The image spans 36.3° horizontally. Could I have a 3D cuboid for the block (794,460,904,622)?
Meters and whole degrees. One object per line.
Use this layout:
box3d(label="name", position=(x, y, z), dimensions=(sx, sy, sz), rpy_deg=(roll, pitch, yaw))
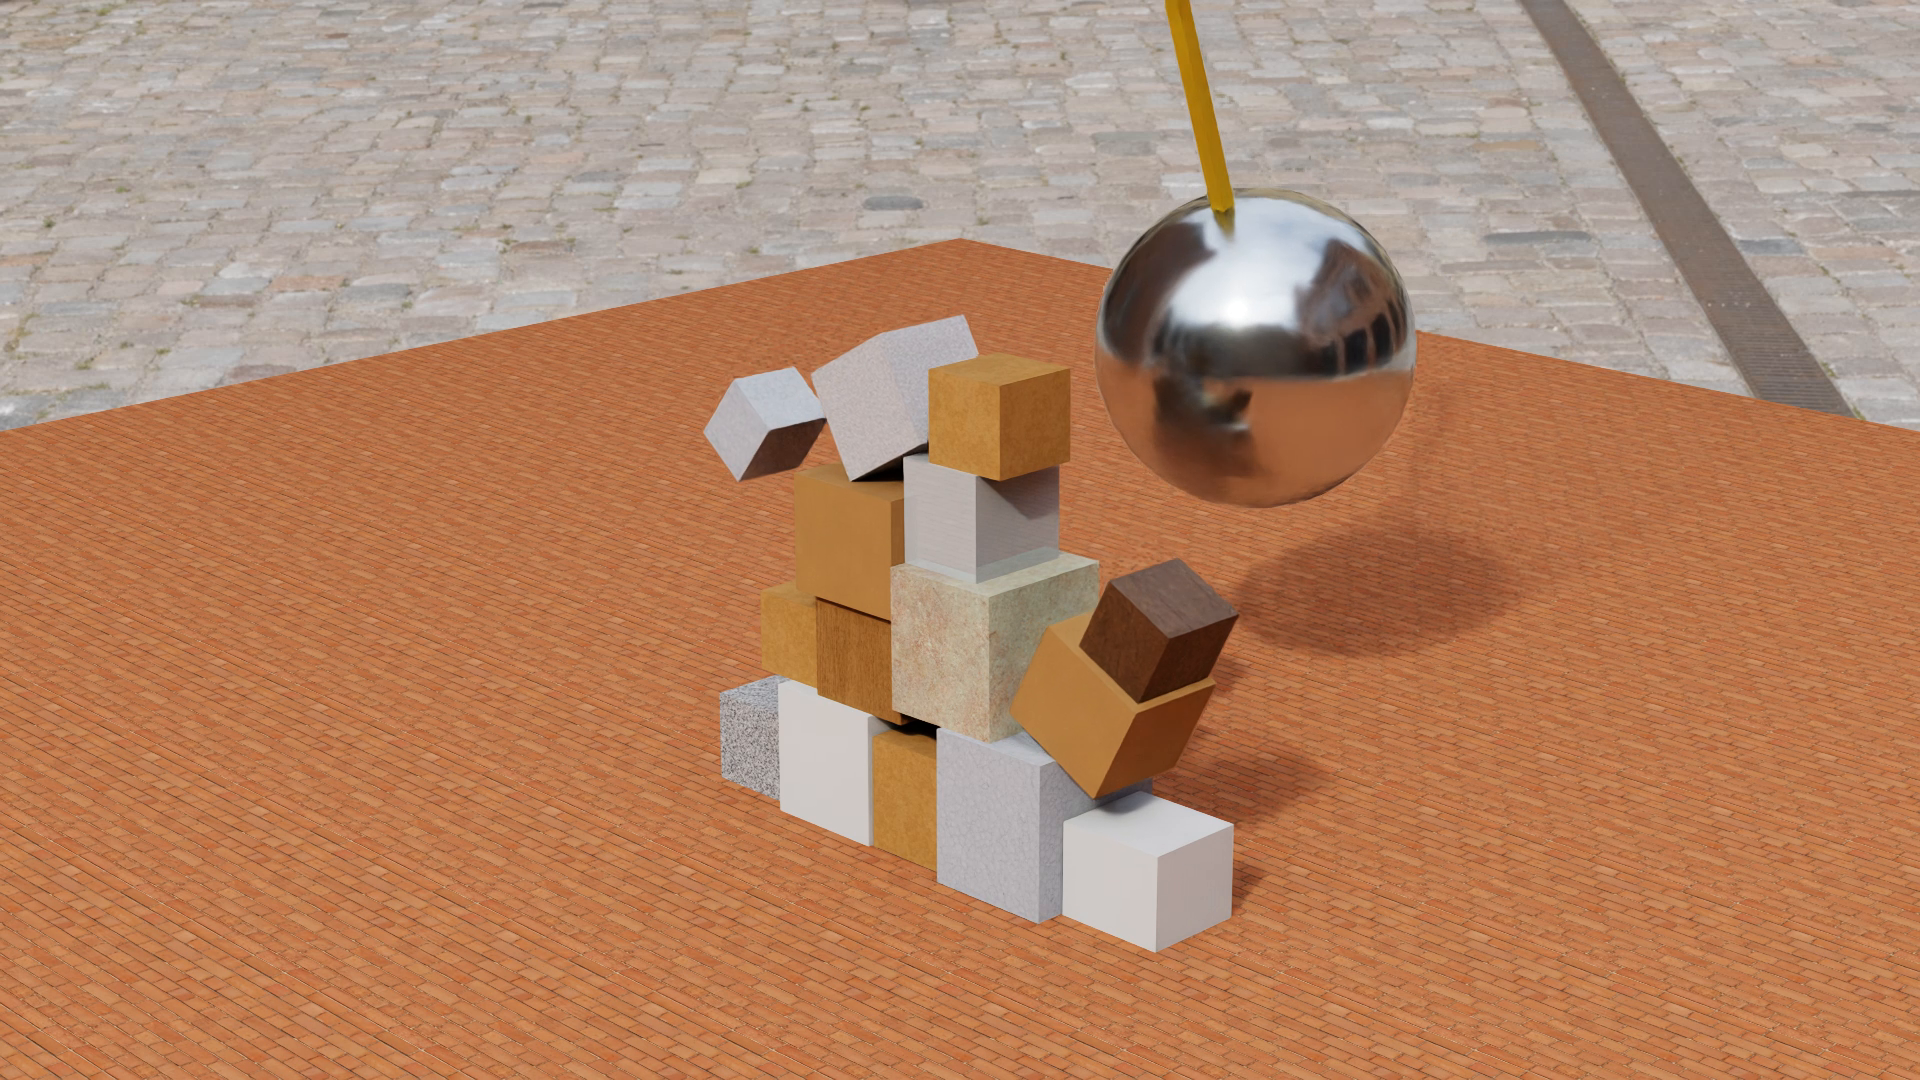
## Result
box3d(label="block", position=(-0.292, -0.044, 13.650), dimensions=(0.696, 0.565, 0.649), rpy_deg=(-17, 24, -42))

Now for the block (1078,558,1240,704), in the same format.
box3d(label="block", position=(0.852, 0.386, 12.569), dimensions=(0.454, 0.376, 0.387), rpy_deg=(-17, 51, -42))

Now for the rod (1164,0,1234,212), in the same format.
box3d(label="rod", position=(0.636, -3.748, 12.830), dimensions=(0.080, 5.200, 0.080), rpy_deg=(17, 44, 42))

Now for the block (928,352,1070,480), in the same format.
box3d(label="block", position=(0.175, -0.551, 12.964), dimensions=(0.447, 0.426, 0.439), rpy_deg=(-17, 23, -42))

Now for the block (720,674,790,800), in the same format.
box3d(label="block", position=(-0.834, 0.971, 14.511), dimensions=(0.482, 0.446, 0.514), rpy_deg=(-17, 24, -42))

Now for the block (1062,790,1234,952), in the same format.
box3d(label="block", position=(0.830, 1.458, 12.958), dimensions=(0.507, 0.449, 0.550), rpy_deg=(-17, 24, -42))

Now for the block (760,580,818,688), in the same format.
box3d(label="block", position=(-0.650, 0.435, 14.134), dimensions=(0.428, 0.398, 0.447), rpy_deg=(-17, 24, -42))

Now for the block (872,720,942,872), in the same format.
box3d(label="block", position=(-0.025, 1.165, 13.719), dimensions=(0.580, 0.551, 0.495), rpy_deg=(-17, 24, -42))

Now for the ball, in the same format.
box3d(label="ball", position=(1.467, -0.953, 14.580), dimensions=(1.600, 1.600, 1.600), rpy_deg=(0, 17, 0))

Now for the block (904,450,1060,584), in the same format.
box3d(label="block", position=(0.099, -0.144, 13.210), dimensions=(0.535, 0.495, 0.453), rpy_deg=(-17, 23, -42))

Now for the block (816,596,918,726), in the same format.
box3d(label="block", position=(-0.281, 0.487, 13.769), dimensions=(0.544, 0.518, 0.568), rpy_deg=(-17, 24, -42))

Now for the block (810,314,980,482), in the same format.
box3d(label="block", position=(-0.243, -0.649, 13.415), dimensions=(0.532, 0.531, 0.541), rpy_deg=(-16, -6, -42))

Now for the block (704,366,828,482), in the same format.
box3d(label="block", position=(-0.927, -0.554, 14.044), dimensions=(0.383, 0.383, 0.324), rpy_deg=(-15, 61, -42))

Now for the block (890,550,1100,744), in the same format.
box3d(label="block", position=(0.161, 0.436, 13.325), dimensions=(0.715, 0.683, 0.622), rpy_deg=(-17, 23, -42))

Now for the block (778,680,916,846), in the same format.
box3d(label="block", position=(-0.430, 0.999, 14.086), dimensions=(0.619, 0.649, 0.623), rpy_deg=(-17, 24, -42))

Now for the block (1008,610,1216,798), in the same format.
box3d(label="block", position=(0.663, 0.691, 12.838), dimensions=(0.524, 0.514, 0.583), rpy_deg=(-17, 51, -42))

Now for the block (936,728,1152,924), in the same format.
box3d(label="block", position=(0.386, 1.192, 13.304), dimensions=(0.749, 0.747, 0.637), rpy_deg=(-17, 24, -42))
